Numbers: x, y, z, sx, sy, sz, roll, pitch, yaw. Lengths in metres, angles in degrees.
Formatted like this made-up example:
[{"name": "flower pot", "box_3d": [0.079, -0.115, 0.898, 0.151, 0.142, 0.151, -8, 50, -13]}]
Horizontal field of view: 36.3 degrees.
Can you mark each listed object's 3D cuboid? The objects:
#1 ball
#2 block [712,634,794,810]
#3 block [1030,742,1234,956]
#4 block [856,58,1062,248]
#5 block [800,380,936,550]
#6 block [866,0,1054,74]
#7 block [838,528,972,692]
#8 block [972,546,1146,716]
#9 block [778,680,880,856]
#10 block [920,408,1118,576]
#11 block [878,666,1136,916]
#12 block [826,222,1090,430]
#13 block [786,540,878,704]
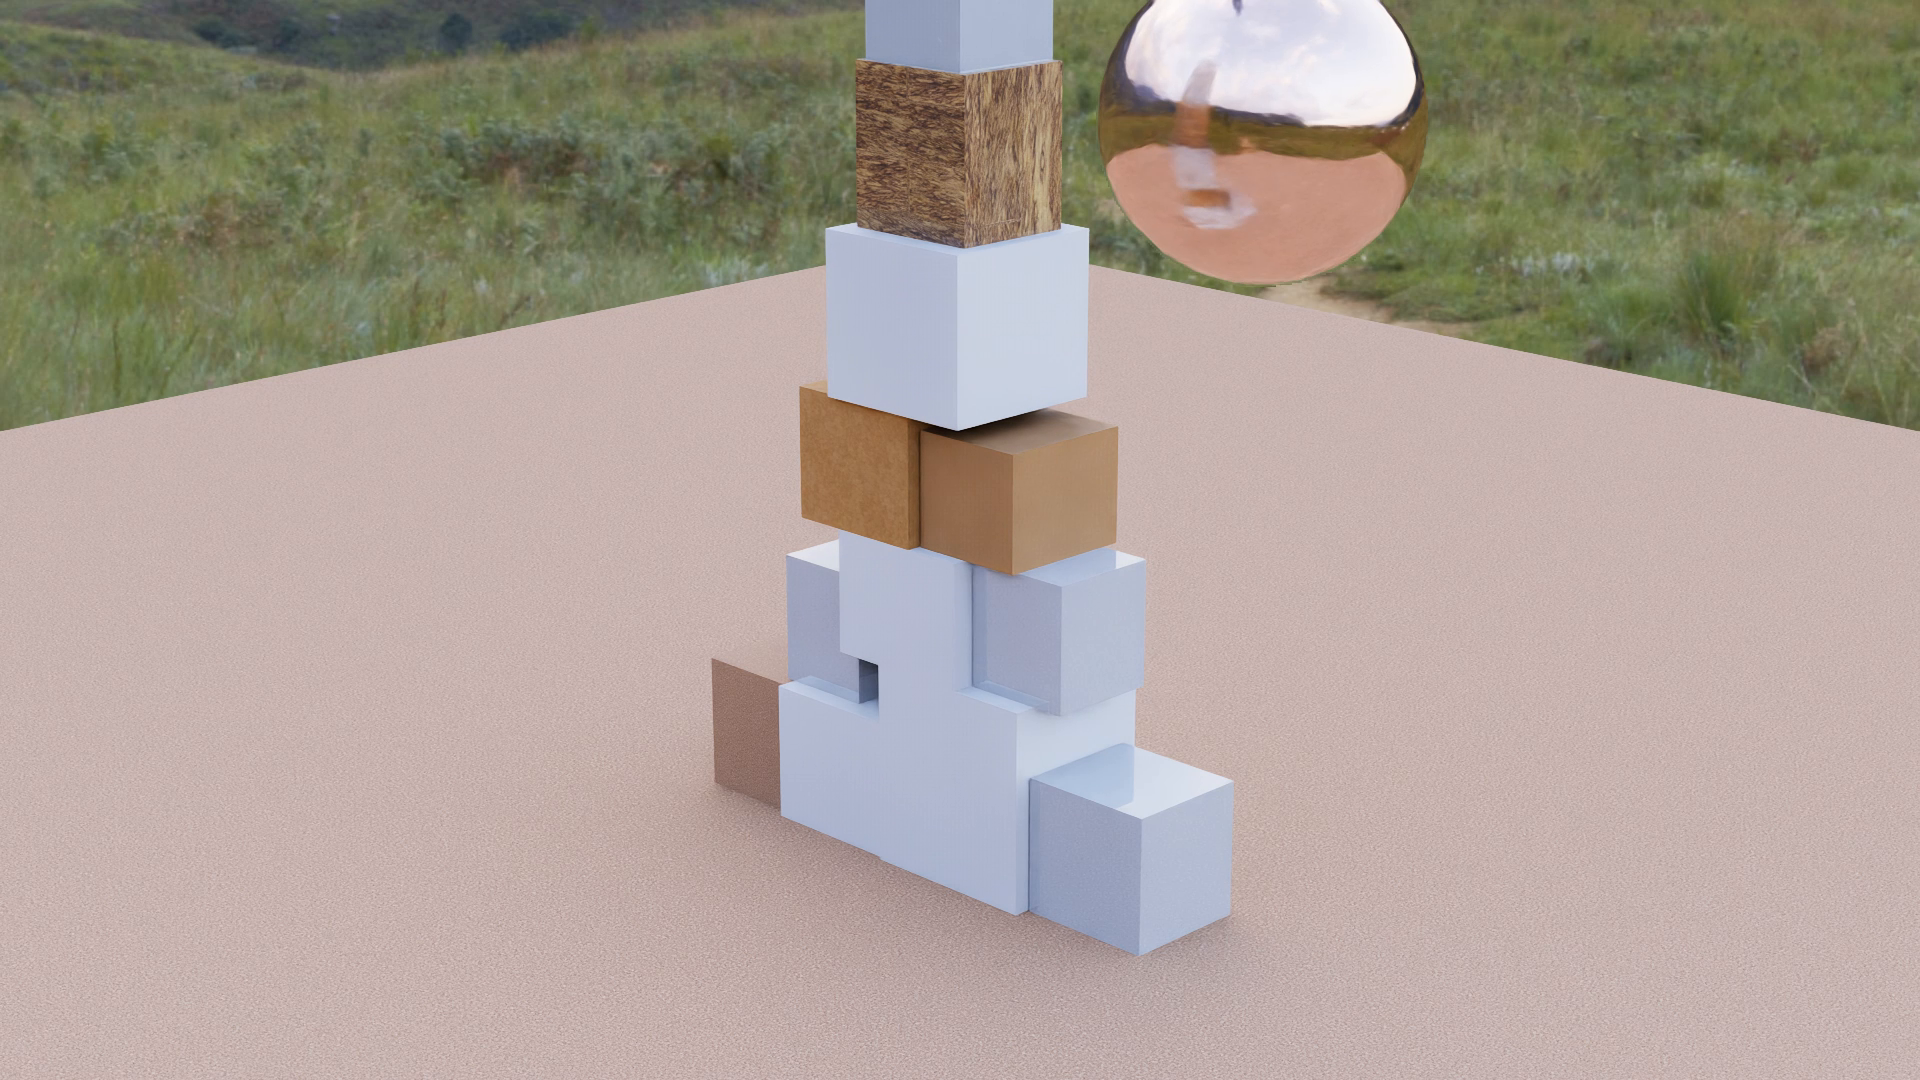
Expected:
[{"name": "ball", "box_3d": [1.467, -2.040, 14.238, 1.600, 1.600, 1.600, 0, 17, 0]}, {"name": "block", "box_3d": [-0.804, 0.879, 14.454, 0.622, 0.655, 0.540, -17, 24, -42]}, {"name": "block", "box_3d": [0.755, 1.356, 12.966, 0.607, 0.639, 0.656, -17, 24, -42]}, {"name": "block", "box_3d": [-0.005, -1.725, 12.795, 0.601, 0.737, 0.668, -17, 24, -42]}, {"name": "block", "box_3d": [-0.217, -0.406, 13.415, 0.744, 0.623, 0.707, -17, 24, -42]}, {"name": "block", "box_3d": [-0.004, -2.301, 12.615, 0.565, 0.470, 0.578, -17, 24, -42]}, {"name": "block", "box_3d": [-0.027, 0.232, 13.417, 0.740, 0.595, 0.745, -17, 24, -42]}, {"name": "block", "box_3d": [0.437, 0.369, 12.982, 0.543, 0.594, 0.537, -17, 24, -42]}, {"name": "block", "box_3d": [-0.359, 1.009, 14.023, 0.715, 0.665, 0.705, -17, 24, -42]}, {"name": "block", "box_3d": [0.262, -0.236, 13.011, 0.568, 0.542, 0.671, 17, 24, 42]}, {"name": "block", "box_3d": [0.213, 1.037, 13.446, 0.777, 0.959, 0.874, -17, 24, -42]}, {"name": "block", "box_3d": [-0.012, -1.006, 13.013, 0.819, 0.764, 0.821, -17, 24, -42]}, {"name": "block", "box_3d": [-0.461, 0.362, 13.938, 0.524, 0.621, 0.495, -17, 24, -42]}]
